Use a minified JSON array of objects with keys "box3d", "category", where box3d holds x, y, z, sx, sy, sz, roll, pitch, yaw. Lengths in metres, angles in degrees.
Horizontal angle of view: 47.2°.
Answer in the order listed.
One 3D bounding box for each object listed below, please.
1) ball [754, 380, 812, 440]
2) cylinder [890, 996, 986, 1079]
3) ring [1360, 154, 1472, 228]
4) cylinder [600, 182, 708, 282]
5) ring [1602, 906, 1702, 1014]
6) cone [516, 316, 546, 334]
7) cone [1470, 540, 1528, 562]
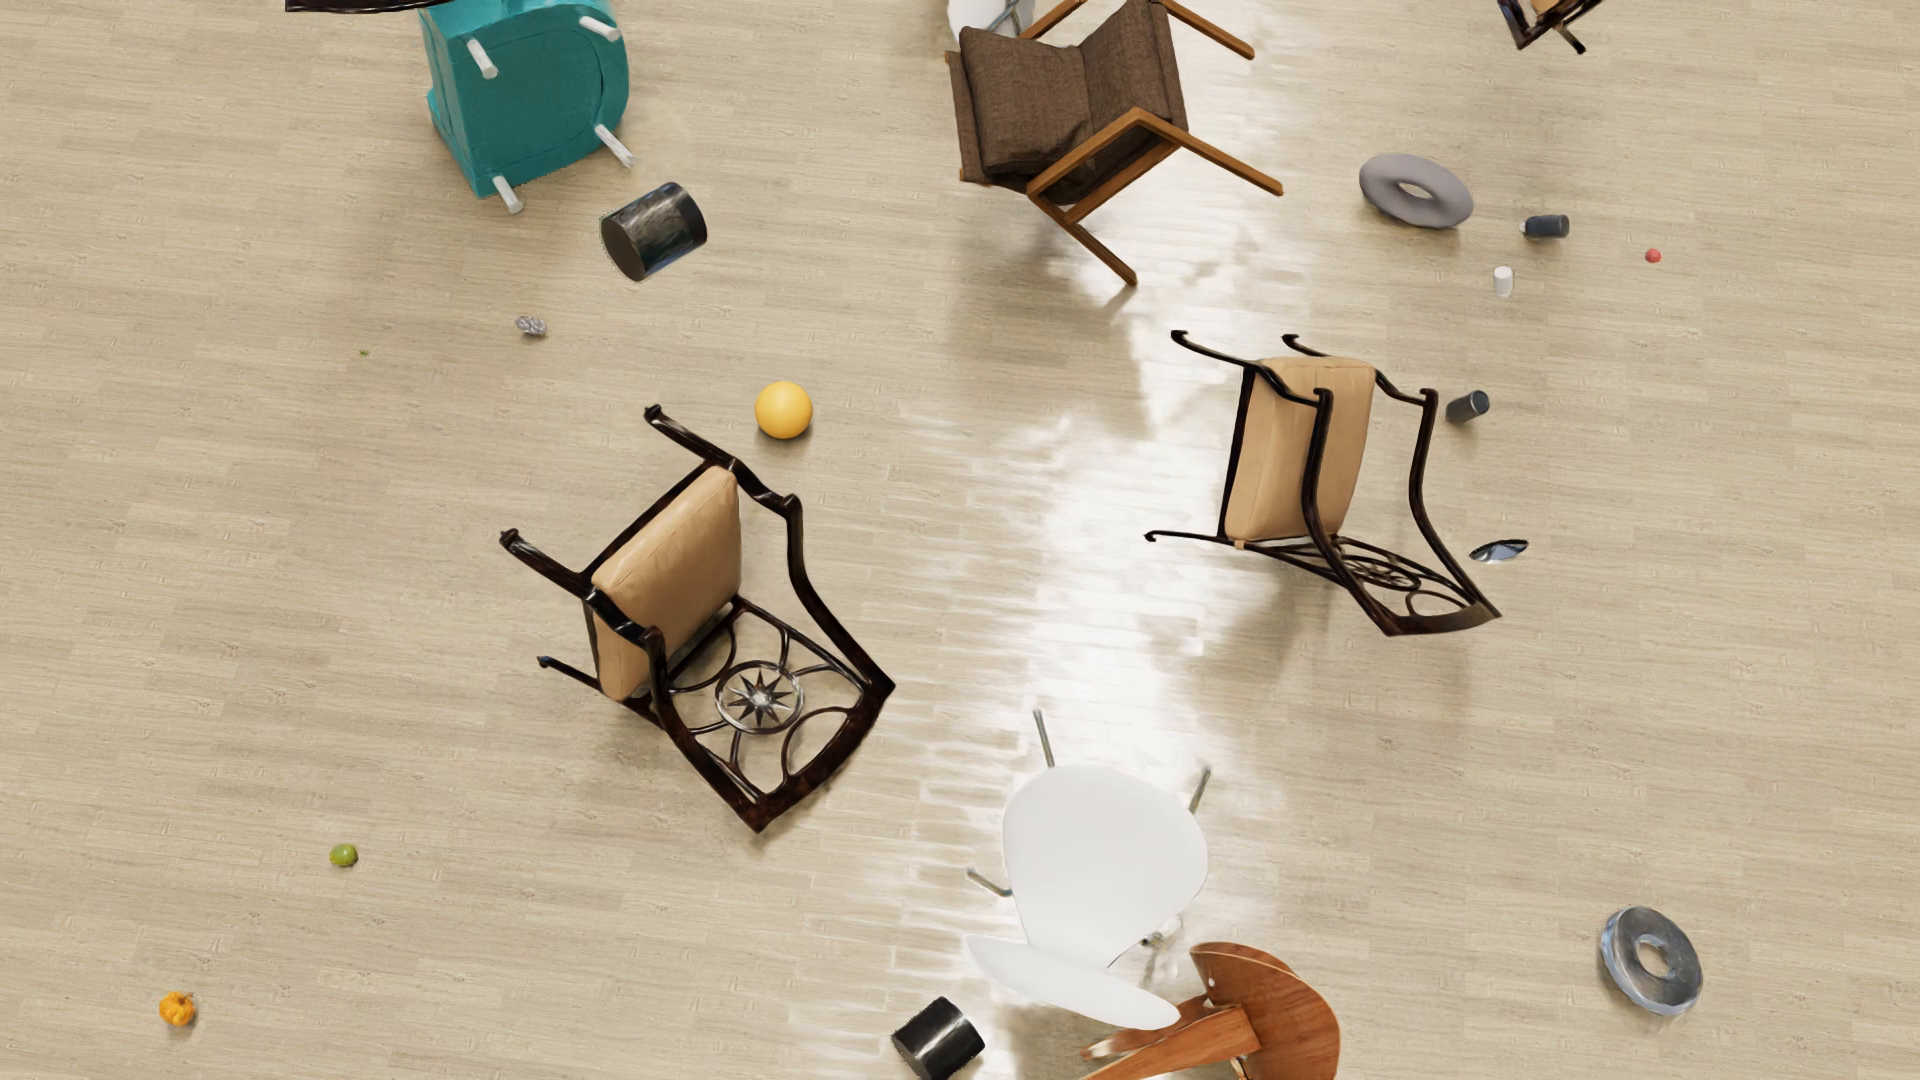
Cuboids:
[{"box3d":[-0.540,-0.398,6.734,0.178,0.178,0.178,0,56,0],"category":"ball"},{"box3d":[-0.057,1.288,5.639,0.166,0.116,0.184,-35,58,-21],"category":"cylinder"},{"box3d":[1.492,-1.143,7.205,0.388,0.226,0.117,23,49,10],"category":"ring"},{"box3d":[-0.860,-0.866,6.178,0.223,0.192,0.201,-36,102,-26],"category":"cylinder"},{"box3d":[1.817,1.101,5.770,0.282,0.064,0.308,-4,57,-24],"category":"ring"},{"box3d":[-1.367,-0.688,7.000,0.100,0.085,0.052,13,97,-16],"category":"cone"},{"box3d":[1.601,0.016,6.539,0.173,0.060,0.075,-14,20,17],"category":"cone"}]
